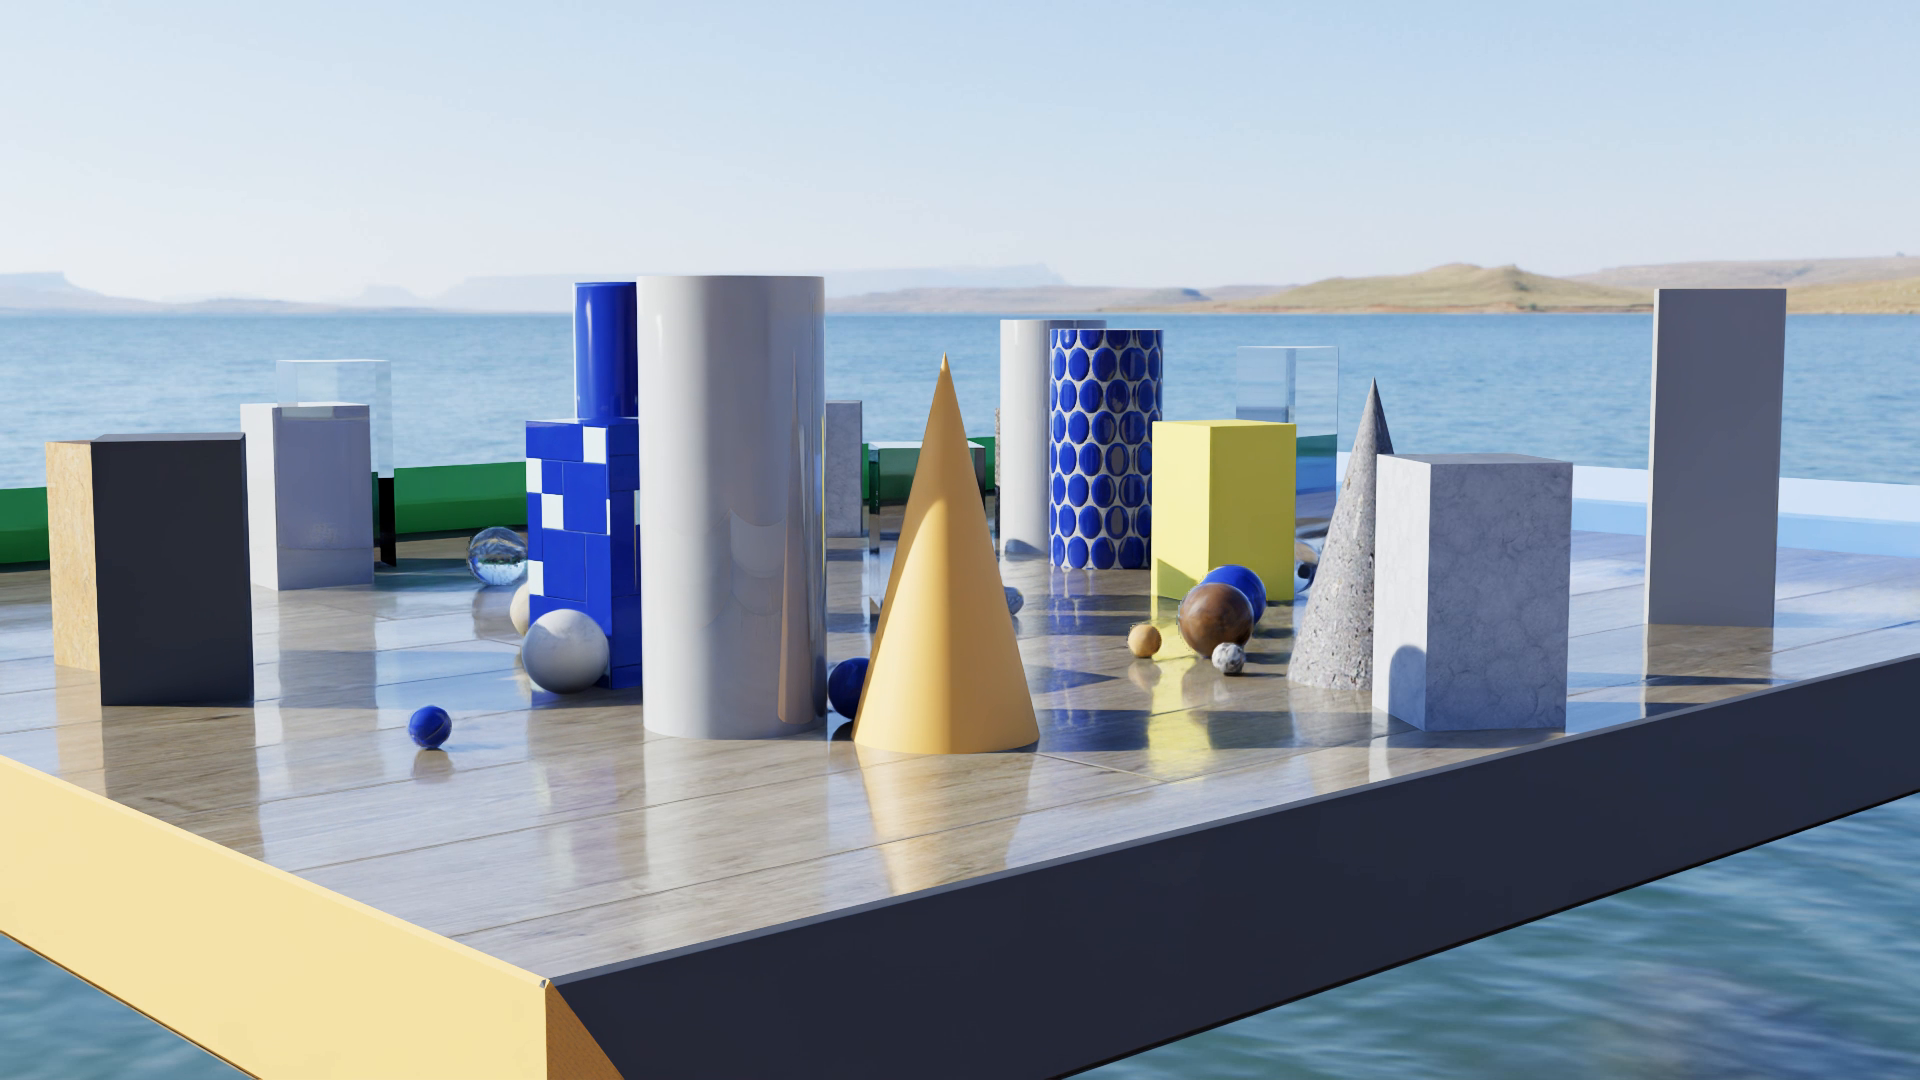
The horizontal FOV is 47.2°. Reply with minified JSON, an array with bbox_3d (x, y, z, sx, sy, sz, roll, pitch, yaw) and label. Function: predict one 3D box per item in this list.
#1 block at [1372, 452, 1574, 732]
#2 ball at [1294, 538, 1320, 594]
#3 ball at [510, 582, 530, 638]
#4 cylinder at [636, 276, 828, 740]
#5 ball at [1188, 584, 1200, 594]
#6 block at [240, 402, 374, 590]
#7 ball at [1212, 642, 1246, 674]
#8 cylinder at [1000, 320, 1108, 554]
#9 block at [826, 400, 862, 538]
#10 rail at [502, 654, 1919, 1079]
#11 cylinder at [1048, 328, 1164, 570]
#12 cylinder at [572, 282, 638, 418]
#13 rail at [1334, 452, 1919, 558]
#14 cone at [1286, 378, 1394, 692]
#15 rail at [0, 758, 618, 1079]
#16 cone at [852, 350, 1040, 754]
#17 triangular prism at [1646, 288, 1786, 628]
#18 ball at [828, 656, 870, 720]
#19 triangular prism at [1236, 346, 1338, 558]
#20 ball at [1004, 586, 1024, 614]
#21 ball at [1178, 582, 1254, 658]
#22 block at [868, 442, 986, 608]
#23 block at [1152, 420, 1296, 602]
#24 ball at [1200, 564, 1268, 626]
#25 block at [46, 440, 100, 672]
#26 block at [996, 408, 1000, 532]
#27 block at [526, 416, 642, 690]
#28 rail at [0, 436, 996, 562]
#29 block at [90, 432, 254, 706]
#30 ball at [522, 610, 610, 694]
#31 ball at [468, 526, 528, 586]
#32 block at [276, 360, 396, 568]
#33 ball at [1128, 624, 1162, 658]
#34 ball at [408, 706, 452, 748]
[{"bbox_3d":[0.559,0.052,2.414,0.160,0.285,0.160,-1,6,-9],"label":"block"},{"bbox_3d":[0.526,0.040,3.480,0.088,0.088,0.088,0,6,0],"label":"ball"},{"bbox_3d":[-0.563,0.095,2.965,0.086,0.086,0.086,0,6,0],"label":"ball"},{"bbox_3d":[-0.244,-0.041,2.365,0.199,0.481,0.199,0,6,0],"label":"cylinder"},{"bbox_3d":[0.357,0.087,3.206,0.051,0.051,0.051,0,6,0],"label":"ball"},{"bbox_3d":[-1.071,-0.076,3.607,0.160,0.293,0.160,-4,7,-35],"label":"block"},{"bbox_3d":[0.330,0.145,2.700,0.041,0.041,0.041,0,6,0],"label":"ball"},{"bbox_3d":[0.175,-0.198,4.123,0.199,0.428,0.199,0,6,0],"label":"cylinder"},{"bbox_3d":[-0.277,-0.145,4.408,0.160,0.265,0.160,0,6,-1],"label":"block"},{"bbox_3d":[1.044,0.151,2.207,3.414,0.130,0.045,-5,8,-42],"label":"rail"},{"bbox_3d":[0.257,-0.164,3.879,0.199,0.412,0.199,0,6,0],"label":"cylinder"},{"bbox_3d":[-0.448,-0.124,3.142,0.199,0.485,0.199,0,6,0],"label":"cylinder"},{"bbox_3d":[1.237,-0.084,4.467,0.045,0.130,3.125,-5,8,-42],"label":"rail"},{"bbox_3d":[0.498,-0.016,2.664,0.199,0.368,0.199,0,6,0],"label":"cone"},{"bbox_3d":[-1.237,0.152,2.196,0.045,0.130,3.125,-5,8,-42],"label":"rail"},{"bbox_3d":[-0.015,0.005,2.295,0.199,0.404,0.199,0,6,0],"label":"cone"},{"bbox_3d":[1.080,-0.123,3.174,0.173,0.476,0.150,1,6,13],"label":"triangular prism"},{"bbox_3d":[-0.110,0.162,2.397,0.070,0.070,0.070,0,6,0],"label":"ball"},{"bbox_3d":[0.547,-0.144,3.822,0.150,0.383,0.173,4,7,35],"label":"triangular prism"},{"bbox_3d":[0.073,0.089,3.231,0.043,0.043,0.043,0,6,0],"label":"ball"},{"bbox_3d":[0.330,0.103,2.830,0.098,0.098,0.098,0,6,0],"label":"ball"},{"bbox_3d":[-0.052,-0.026,3.374,0.160,0.241,0.160,-1,6,-8],"label":"block"},{"bbox_3d":[0.410,-0.047,3.426,0.160,0.272,0.160,-3,7,-27],"label":"block"},{"bbox_3d":[0.377,0.081,3.045,0.096,0.096,0.096,0,6,0],"label":"ball"},{"bbox_3d":[-1.035,0.015,2.785,0.160,0.281,0.160,5,8,38],"label":"block"},{"bbox_3d":[0.184,-0.142,4.448,0.160,0.250,0.160,5,8,41],"label":"block"},{"bbox_3d":[-0.414,0.010,2.689,0.160,0.312,0.160,5,8,42],"label":"block"},{"bbox_3d":[-1.044,-0.083,4.457,3.414,0.130,0.045,-5,8,-42],"label":"rail"},{"bbox_3d":[-0.916,0.029,2.569,0.160,0.299,0.160,-2,6,-16],"label":"block"},{"bbox_3d":[-0.459,0.130,2.558,0.100,0.100,0.100,0,6,0],"label":"ball"},{"bbox_3d":[-0.752,0.026,3.578,0.096,0.096,0.096,0,6,0],"label":"ball"},{"bbox_3d":[-1.093,-0.135,3.853,0.160,0.358,0.160,-3,7,-29],"label":"block"},{"bbox_3d":[0.239,0.130,2.836,0.043,0.043,0.043,0,6,0],"label":"ball"},{"bbox_3d":[-0.542,0.191,2.249,0.043,0.043,0.043,0,6,0],"label":"ball"}]
